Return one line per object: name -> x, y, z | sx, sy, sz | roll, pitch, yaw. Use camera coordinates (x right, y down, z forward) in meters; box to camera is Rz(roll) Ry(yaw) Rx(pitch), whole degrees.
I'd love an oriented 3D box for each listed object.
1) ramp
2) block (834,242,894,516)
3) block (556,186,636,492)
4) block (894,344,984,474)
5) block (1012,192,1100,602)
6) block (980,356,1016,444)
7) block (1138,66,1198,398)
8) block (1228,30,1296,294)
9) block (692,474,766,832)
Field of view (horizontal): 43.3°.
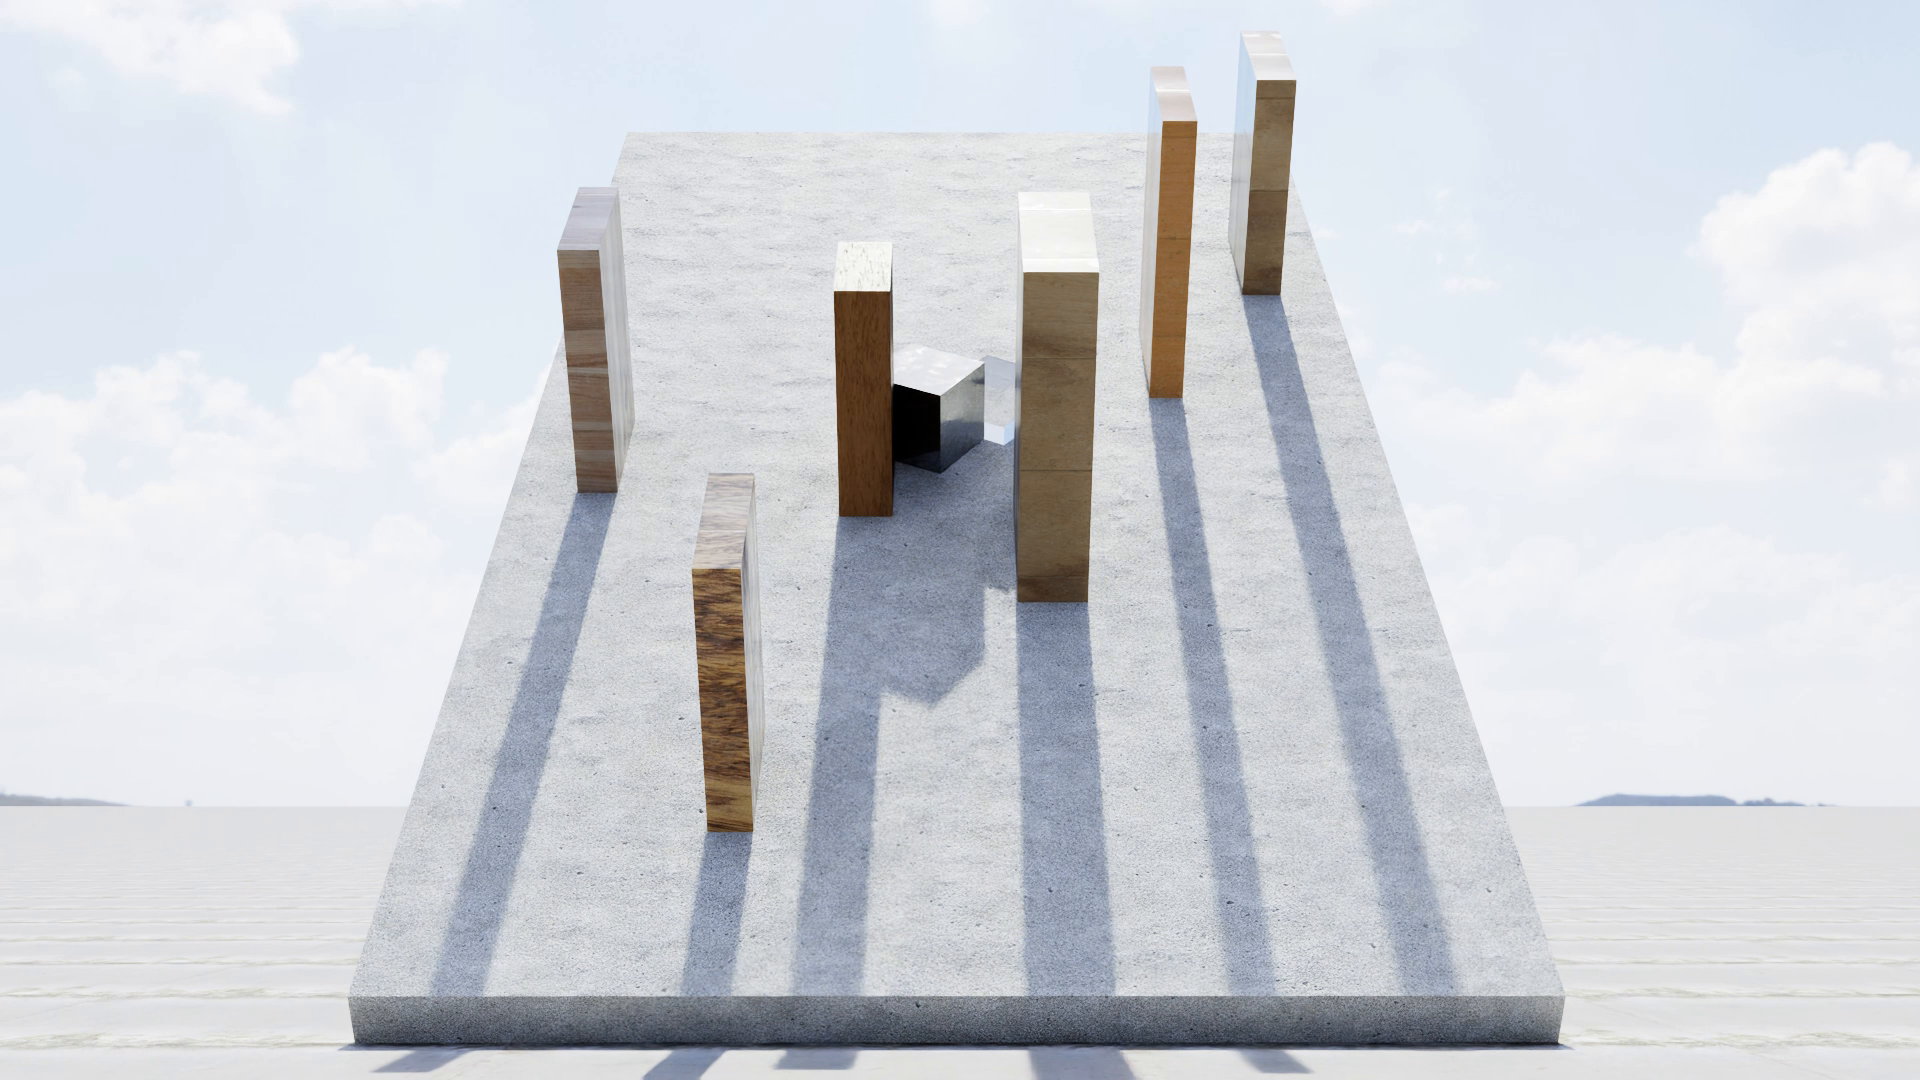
ramp -> -0.013, -0.209, 5.722 | 2.000, 0.100, 4.000 | 0, 30, 0
block -> -0.208, -0.353, 5.325 | 0.118, 0.545, 0.261 | 0, 30, 0
block -> -0.815, -0.452, 5.446 | 0.090, 0.591, 0.359 | 0, 30, 0
block -> -0.080, -0.306, 5.589 | 0.200, 0.200, 0.200 | 16, 34, 26
block -> 0.194, -0.296, 5.028 | 0.147, 0.747, 0.410 | 0, 30, 0
block -> 0.084, -0.331, 5.693 | 0.140, 0.140, 0.140 | 19, 35, 29
block -> 0.500, -0.744, 5.847 | 0.081, 0.705, 0.378 | 0, 30, 0
block -> 0.797, -1.002, 6.407 | 0.101, 0.592, 0.392 | 0, 30, 0
block -> -0.413, 0.202, 4.357 | 0.083, 0.551, 0.338 | 0, 30, 0
